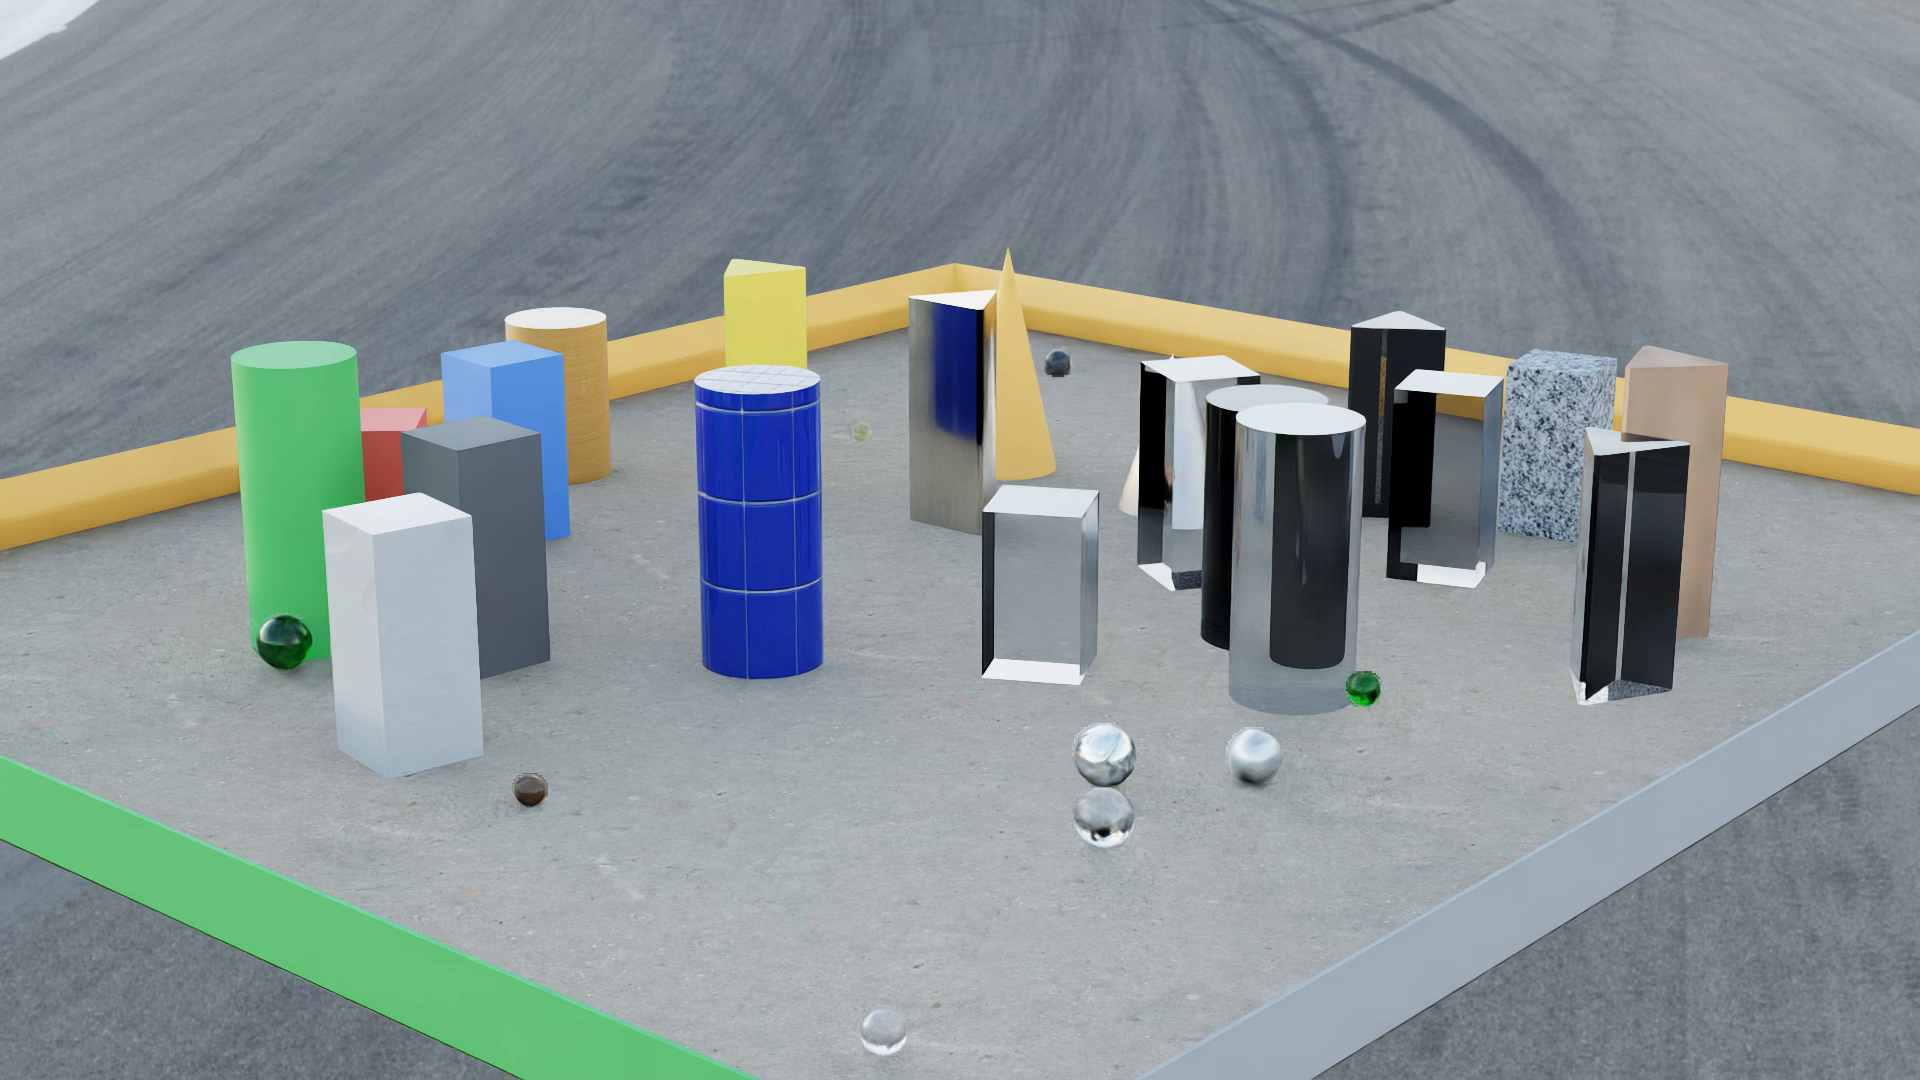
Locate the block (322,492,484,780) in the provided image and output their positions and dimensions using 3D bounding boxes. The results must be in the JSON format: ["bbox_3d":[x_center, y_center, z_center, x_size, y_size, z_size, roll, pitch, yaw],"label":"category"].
[{"bbox_3d":[-0.825,0.139,4.347,0.160,0.373,0.160,-13,21,-36],"label":"block"}]

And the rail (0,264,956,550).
[{"bbox_3d":[-1.122,-0.248,6.052,0.045,0.130,3.432,14,22,39],"label":"rail"}]

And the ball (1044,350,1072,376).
[{"bbox_3d":[0.224,-0.404,6.692,0.061,0.061,0.061,0,17,0],"label":"ball"}]

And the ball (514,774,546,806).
[{"bbox_3d":[-0.614,0.358,4.188,0.045,0.045,0.045,0,17,0],"label":"ball"}]

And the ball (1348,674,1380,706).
[{"bbox_3d":[0.630,0.233,4.572,0.051,0.051,0.051,0,17,0],"label":"ball"}]

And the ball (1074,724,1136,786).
[{"bbox_3d":[0.211,0.313,4.258,0.091,0.091,0.091,0,17,0],"label":"ball"}]

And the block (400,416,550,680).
[{"bbox_3d":[-0.783,0.012,4.749,0.160,0.385,0.160,-15,23,-41],"label":"block"}]

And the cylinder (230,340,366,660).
[{"bbox_3d":[-1.080,-0.066,4.826,0.200,0.490,0.200,0,17,0],"label":"cylinder"}]

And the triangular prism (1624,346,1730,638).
[{"bbox_3d":[1.161,-0.081,4.913,0.173,0.468,0.150,-2,17,-7],"label":"triangular prism"}]

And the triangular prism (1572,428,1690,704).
[{"bbox_3d":[1.024,0.035,4.638,0.173,0.405,0.150,-7,18,-22],"label":"triangular prism"}]

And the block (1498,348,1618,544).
[{"bbox_3d":[1.120,-0.178,5.494,0.160,0.319,0.160,9,19,28],"label":"block"}]

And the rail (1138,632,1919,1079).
[{"bbox_3d":[1.122,0.313,4.187,0.045,0.130,3.432,14,22,39],"label":"rail"}]

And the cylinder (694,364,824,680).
[{"bbox_3d":[-0.323,-0.030,4.736,0.200,0.472,0.200,0,17,0],"label":"cylinder"}]

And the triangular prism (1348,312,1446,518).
[{"bbox_3d":[0.833,-0.241,5.617,0.173,0.370,0.150,2,17,8],"label":"triangular prism"}]

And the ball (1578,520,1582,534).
[{"bbox_3d":[1.171,-0.020,5.396,0.066,0.066,0.066,0,17,0],"label":"ball"}]

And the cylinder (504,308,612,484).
[{"bbox_3d":[-0.803,-0.289,5.866,0.200,0.317,0.200,0,17,0],"label":"cylinder"}]

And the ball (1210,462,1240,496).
[{"bbox_3d":[0.513,-0.120,5.737,0.067,0.067,0.067,0,17,0],"label":"ball"}]

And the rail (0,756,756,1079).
[{"bbox_3d":[-1.109,0.401,3.896,3.018,0.130,0.045,14,22,39],"label":"rail"}]

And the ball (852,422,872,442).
[{"bbox_3d":[-0.206,-0.225,6.133,0.042,0.042,0.042,0,17,0],"label":"ball"}]

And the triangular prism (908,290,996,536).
[{"bbox_3d":[0.018,-0.248,5.530,0.173,0.431,0.150,13,21,38],"label":"triangular prism"}]

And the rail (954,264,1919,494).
[{"bbox_3d":[1.109,-0.336,6.343,3.018,0.130,0.045,14,22,39],"label":"rail"}]

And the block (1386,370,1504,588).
[{"bbox_3d":[0.864,-0.111,5.224,0.160,0.347,0.160,7,18,21],"label":"block"}]

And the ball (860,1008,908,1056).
[{"bbox_3d":[-0.089,0.577,3.443,0.056,0.056,0.056,0,17,0],"label":"ball"}]

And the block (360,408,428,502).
[{"bbox_3d":[-1.005,-0.052,5.071,0.160,0.322,0.160,-1,17,-2],"label":"block"}]

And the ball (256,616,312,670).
[{"bbox_3d":[-1.093,0.166,4.742,0.088,0.088,0.088,0,17,0],"label":"ball"}]

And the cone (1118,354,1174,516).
[{"bbox_3d":[0.405,-0.211,5.632,0.200,0.303,0.200,0,17,0],"label":"cone"}]

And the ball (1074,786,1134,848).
[{"bbox_3d":[0.199,0.382,4.040,0.085,0.085,0.085,0,17,0],"label":"ball"}]

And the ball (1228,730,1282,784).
[{"bbox_3d":[0.430,0.315,4.274,0.078,0.078,0.078,0,17,0],"label":"ball"}]

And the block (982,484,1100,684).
[{"bbox_3d":[0.131,0.071,4.738,0.160,0.279,0.160,4,17,12],"label":"block"}]

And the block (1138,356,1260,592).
[{"bbox_3d":[0.421,-0.120,5.200,0.160,0.378,0.160,-6,18,-18],"label":"block"}]

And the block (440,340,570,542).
[{"bbox_3d":[-0.842,-0.176,5.438,0.160,0.348,0.160,-15,22,-41],"label":"block"}]

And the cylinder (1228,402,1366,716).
[{"bbox_3d":[0.525,0.028,4.582,0.200,0.450,0.200,0,17,0],"label":"cylinder"}]

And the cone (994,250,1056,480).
[{"bbox_3d":[0.096,-0.366,5.883,0.200,0.454,0.200,0,17,0],"label":"cone"}]

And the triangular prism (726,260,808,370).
[{"bbox_3d":[-0.415,-0.339,5.846,0.173,0.424,0.150,-9,19,-28],"label":"triangular prism"}]

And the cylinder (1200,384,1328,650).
[{"bbox_3d":[0.504,-0.036,4.867,0.200,0.408,0.200,0,17,0],"label":"cylinder"}]

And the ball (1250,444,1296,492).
[{"bbox_3d":[0.615,-0.142,5.766,0.093,0.093,0.093,0,17,0],"label":"ball"}]
